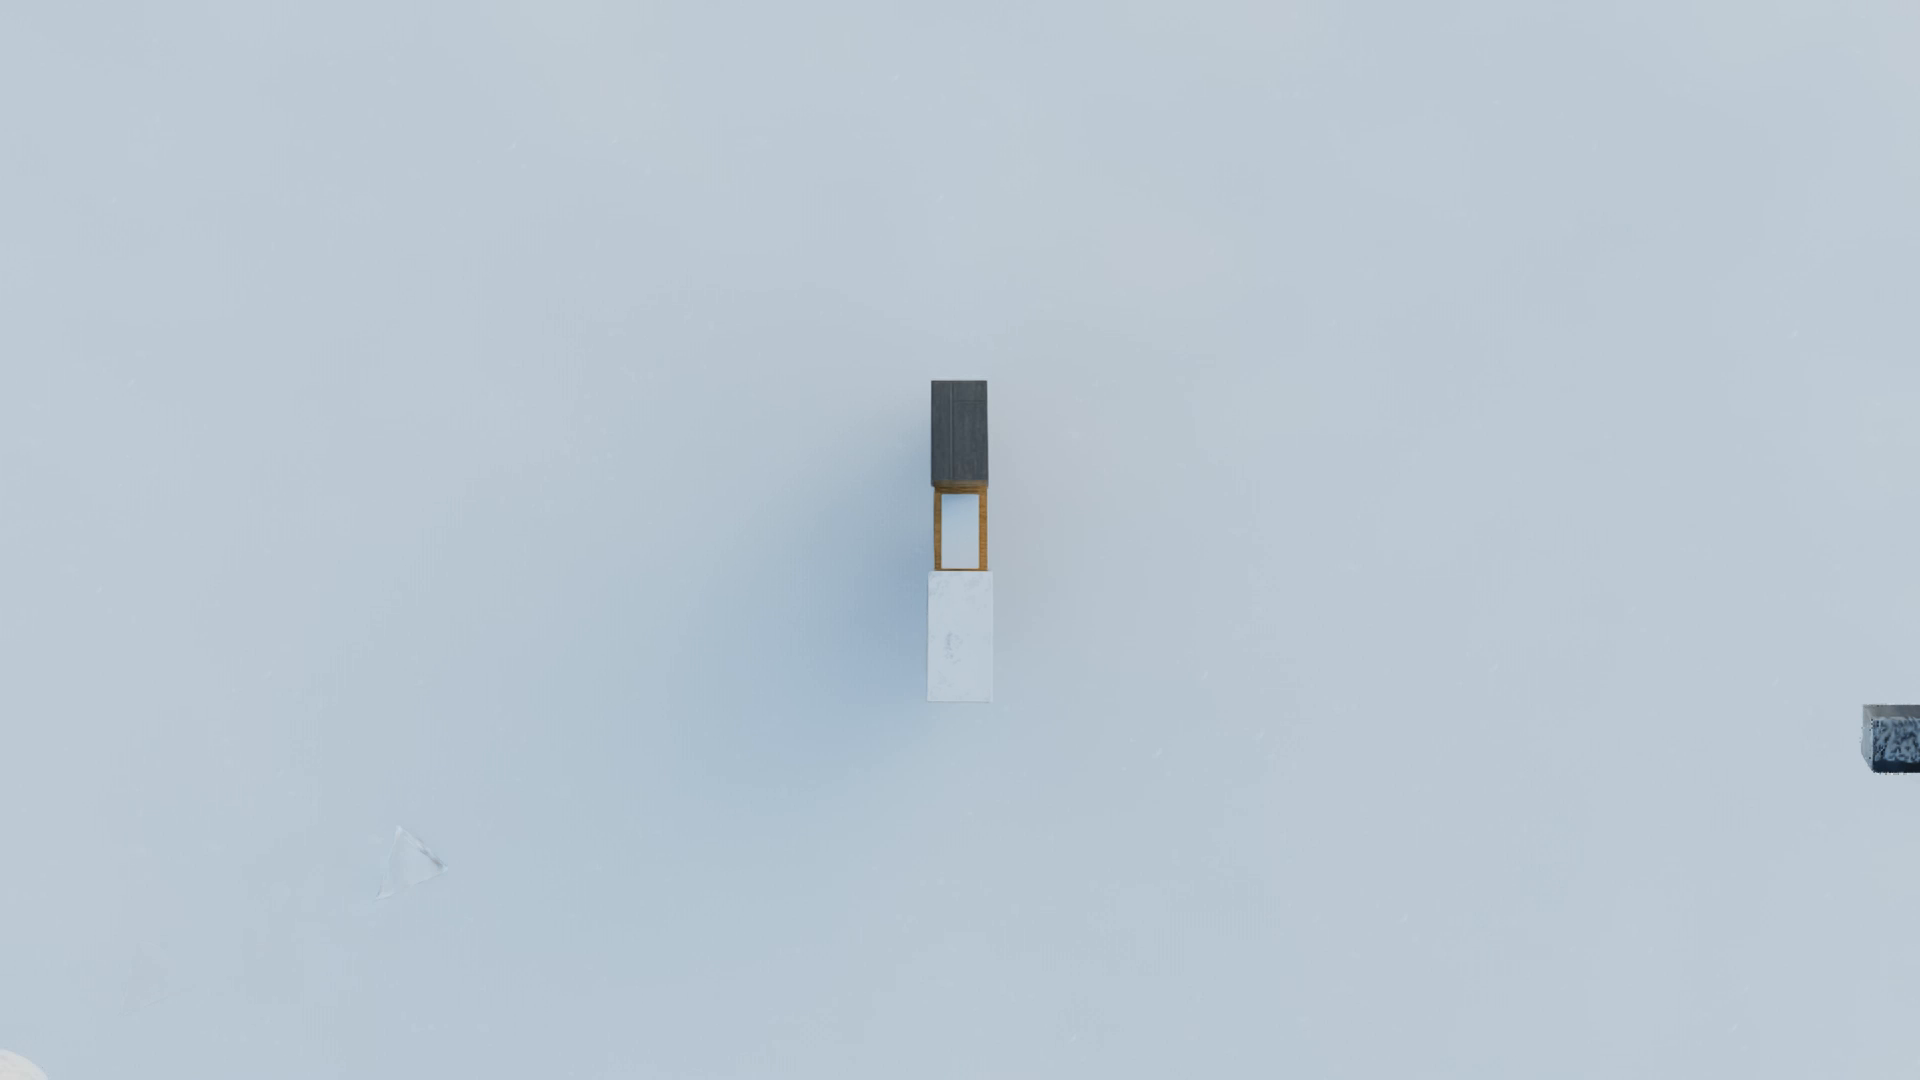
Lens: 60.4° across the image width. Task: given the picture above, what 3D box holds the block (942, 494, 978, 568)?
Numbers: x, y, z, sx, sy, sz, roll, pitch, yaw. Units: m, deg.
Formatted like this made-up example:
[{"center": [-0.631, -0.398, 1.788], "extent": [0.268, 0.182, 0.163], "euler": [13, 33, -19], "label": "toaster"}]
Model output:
[{"center": [0.001, -0.023, 4.337], "extent": [0.097, 0.028, 0.194], "euler": [0, 91, 0], "label": "block"}]

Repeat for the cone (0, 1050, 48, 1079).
[{"center": [-2.390, 1.428, 3.964], "extent": [0.285, 0.285, 0.285], "euler": [40, 103, 0], "label": "cone"}]

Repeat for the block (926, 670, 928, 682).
[{"center": [-0.008, 0.411, 5.020], "extent": [0.179, 0.358, 0.051], "euler": [1, 90, 0], "label": "block"}]

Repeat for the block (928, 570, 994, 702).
[{"center": [0.001, 0.249, 4.277], "extent": [0.168, 0.048, 0.337], "euler": [0, 90, 0], "label": "block"}]

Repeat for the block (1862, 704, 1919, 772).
[{"center": [2.459, 0.519, 4.327], "extent": [0.140, 0.140, 0.140], "euler": [-1, 102, 19], "label": "block"}]

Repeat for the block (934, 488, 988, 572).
[{"center": [0.002, -0.059, 4.566], "extent": [0.145, 0.041, 0.291], "euler": [0, 91, 0], "label": "block"}]

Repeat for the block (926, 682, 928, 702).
[{"center": [-0.005, 0.292, 4.815], "extent": [0.179, 0.051, 0.358], "euler": [0, 90, 0], "label": "block"}]

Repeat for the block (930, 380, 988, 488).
[{"center": [-0.002, -0.276, 4.265], "extent": [0.146, 0.041, 0.293], "euler": [0, 65, 0], "label": "block"}]
